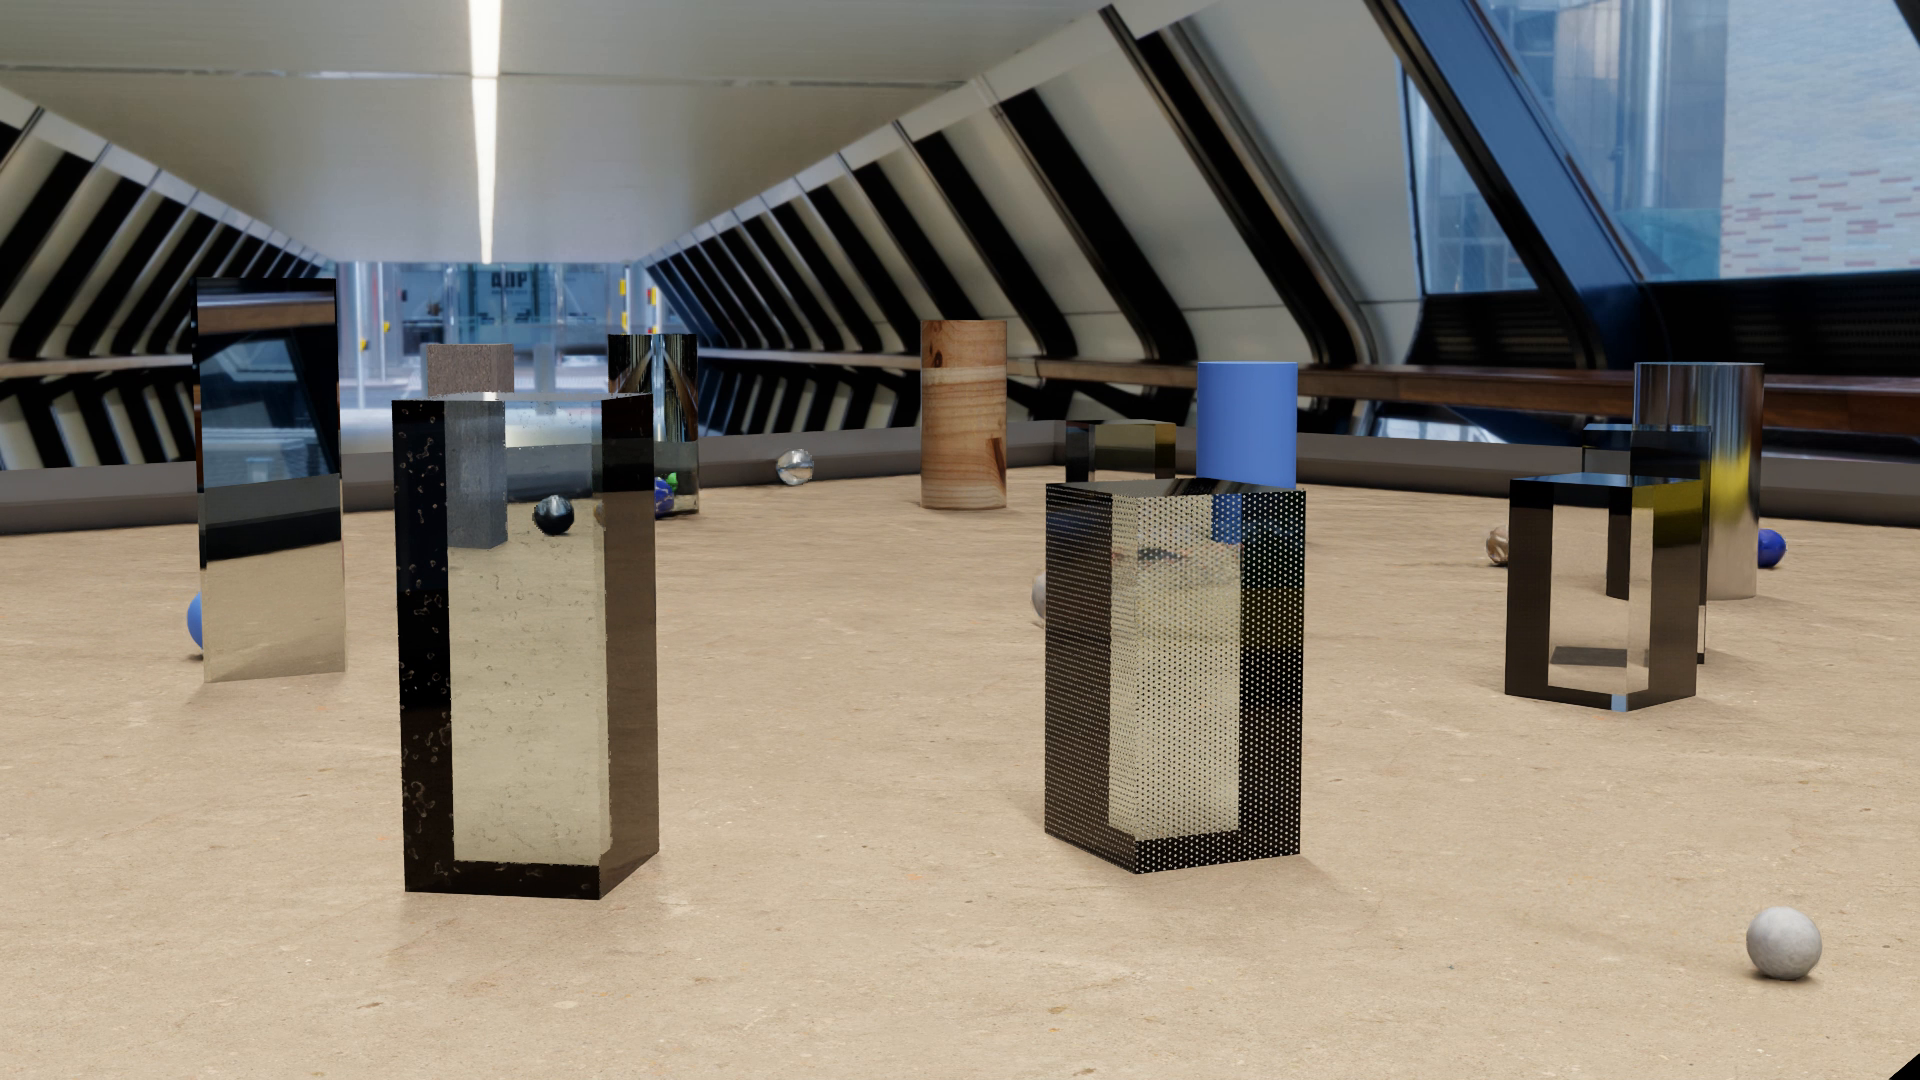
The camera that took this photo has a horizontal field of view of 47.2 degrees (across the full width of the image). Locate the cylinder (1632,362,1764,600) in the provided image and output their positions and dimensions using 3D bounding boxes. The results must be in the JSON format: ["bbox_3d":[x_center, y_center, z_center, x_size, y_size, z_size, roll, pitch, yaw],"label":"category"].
[{"bbox_3d":[1.152,-0.096,3.448,0.194,0.360,0.194,0,6,0],"label":"cylinder"}]

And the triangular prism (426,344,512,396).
[{"bbox_3d":[-0.907,-0.187,4.232,0.168,0.378,0.146,3,7,30],"label":"triangular prism"}]

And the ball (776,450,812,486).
[{"bbox_3d":[-0.420,-0.183,5.578,0.090,0.090,0.090,0,6,0],"label":"ball"}]

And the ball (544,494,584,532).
[{"bbox_3d":[-0.795,-0.055,4.406,0.078,0.078,0.078,0,6,0],"label":"ball"}]

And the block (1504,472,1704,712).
[{"bbox_3d":[0.741,0.055,2.533,0.155,0.250,0.155,-6,8,-43],"label":"block"}]

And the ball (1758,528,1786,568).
[{"bbox_3d":[1.392,0.014,3.802,0.068,0.068,0.068,0,6,0],"label":"ball"}]

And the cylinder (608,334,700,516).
[{"bbox_3d":[-0.670,-0.255,4.814,0.194,0.391,0.194,0,6,0],"label":"cylinder"}]

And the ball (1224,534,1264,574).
[{"bbox_3d":[0.480,0.024,3.718,0.065,0.065,0.065,0,6,0],"label":"ball"}]

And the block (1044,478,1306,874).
[{"bbox_3d":[0.176,0.105,1.825,0.155,0.299,0.155,-3,7,-25],"label":"block"}]

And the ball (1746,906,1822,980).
[{"bbox_3d":[0.550,0.269,1.468,0.048,0.048,0.048,0,6,0],"label":"ball"}]

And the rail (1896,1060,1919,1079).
[{"bbox_3d":[1.363,0.187,1.863,4.491,0.126,0.045,-5,8,-42],"label":"rail"}]

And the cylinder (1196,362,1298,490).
[{"bbox_3d":[0.559,-0.176,4.296,0.194,0.341,0.194,0,6,0],"label":"cylinder"}]

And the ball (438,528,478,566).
[{"bbox_3d":[-0.877,0.011,3.841,0.066,0.066,0.066,0,6,0],"label":"ball"}]

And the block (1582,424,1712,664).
[{"bbox_3d":[0.887,0.001,2.849,0.155,0.293,0.155,2,6,18],"label":"block"}]

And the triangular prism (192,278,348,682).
[{"bbox_3d":[-0.867,-0.080,2.711,0.168,0.482,0.146,-4,7,-31],"label":"triangular prism"}]

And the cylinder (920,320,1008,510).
[{"bbox_3d":[0.009,-0.284,4.953,0.194,0.420,0.194,0,6,0],"label":"cylinder"}]

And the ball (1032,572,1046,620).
[{"bbox_3d":[0.143,0.079,3.106,0.084,0.084,0.084,0,6,0],"label":"ball"}]

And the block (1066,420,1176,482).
[{"bbox_3d":[0.293,-0.097,4.042,0.155,0.239,0.155,-2,6,-17],"label":"block"}]

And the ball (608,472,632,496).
[{"bbox_3d":[-0.812,-0.135,5.259,0.059,0.059,0.059,0,6,0],"label":"ball"}]

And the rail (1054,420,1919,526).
[{"bbox_3d":[1.633,-0.124,4.830,0.045,0.126,4.066,-5,8,-42],"label":"rail"}]

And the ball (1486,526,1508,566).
[{"bbox_3d":[0.950,0.010,3.823,0.071,0.071,0.071,0,6,0],"label":"ball"}]

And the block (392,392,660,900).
[{"bbox_3d":[-0.337,0.076,1.731,0.155,0.377,0.155,1,6,9],"label":"block"}]

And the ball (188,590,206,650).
[{"bbox_3d":[-0.941,0.102,2.826,0.097,0.097,0.097,0,6,0],"label":"ball"}]

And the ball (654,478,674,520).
[{"bbox_3d":[-0.652,-0.089,4.675,0.090,0.090,0.090,0,6,0],"label":"ball"}]

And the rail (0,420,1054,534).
[{"bbox_3d":[-1.363,-0.121,4.801,4.491,0.126,0.045,-5,8,-42],"label":"rail"}]
